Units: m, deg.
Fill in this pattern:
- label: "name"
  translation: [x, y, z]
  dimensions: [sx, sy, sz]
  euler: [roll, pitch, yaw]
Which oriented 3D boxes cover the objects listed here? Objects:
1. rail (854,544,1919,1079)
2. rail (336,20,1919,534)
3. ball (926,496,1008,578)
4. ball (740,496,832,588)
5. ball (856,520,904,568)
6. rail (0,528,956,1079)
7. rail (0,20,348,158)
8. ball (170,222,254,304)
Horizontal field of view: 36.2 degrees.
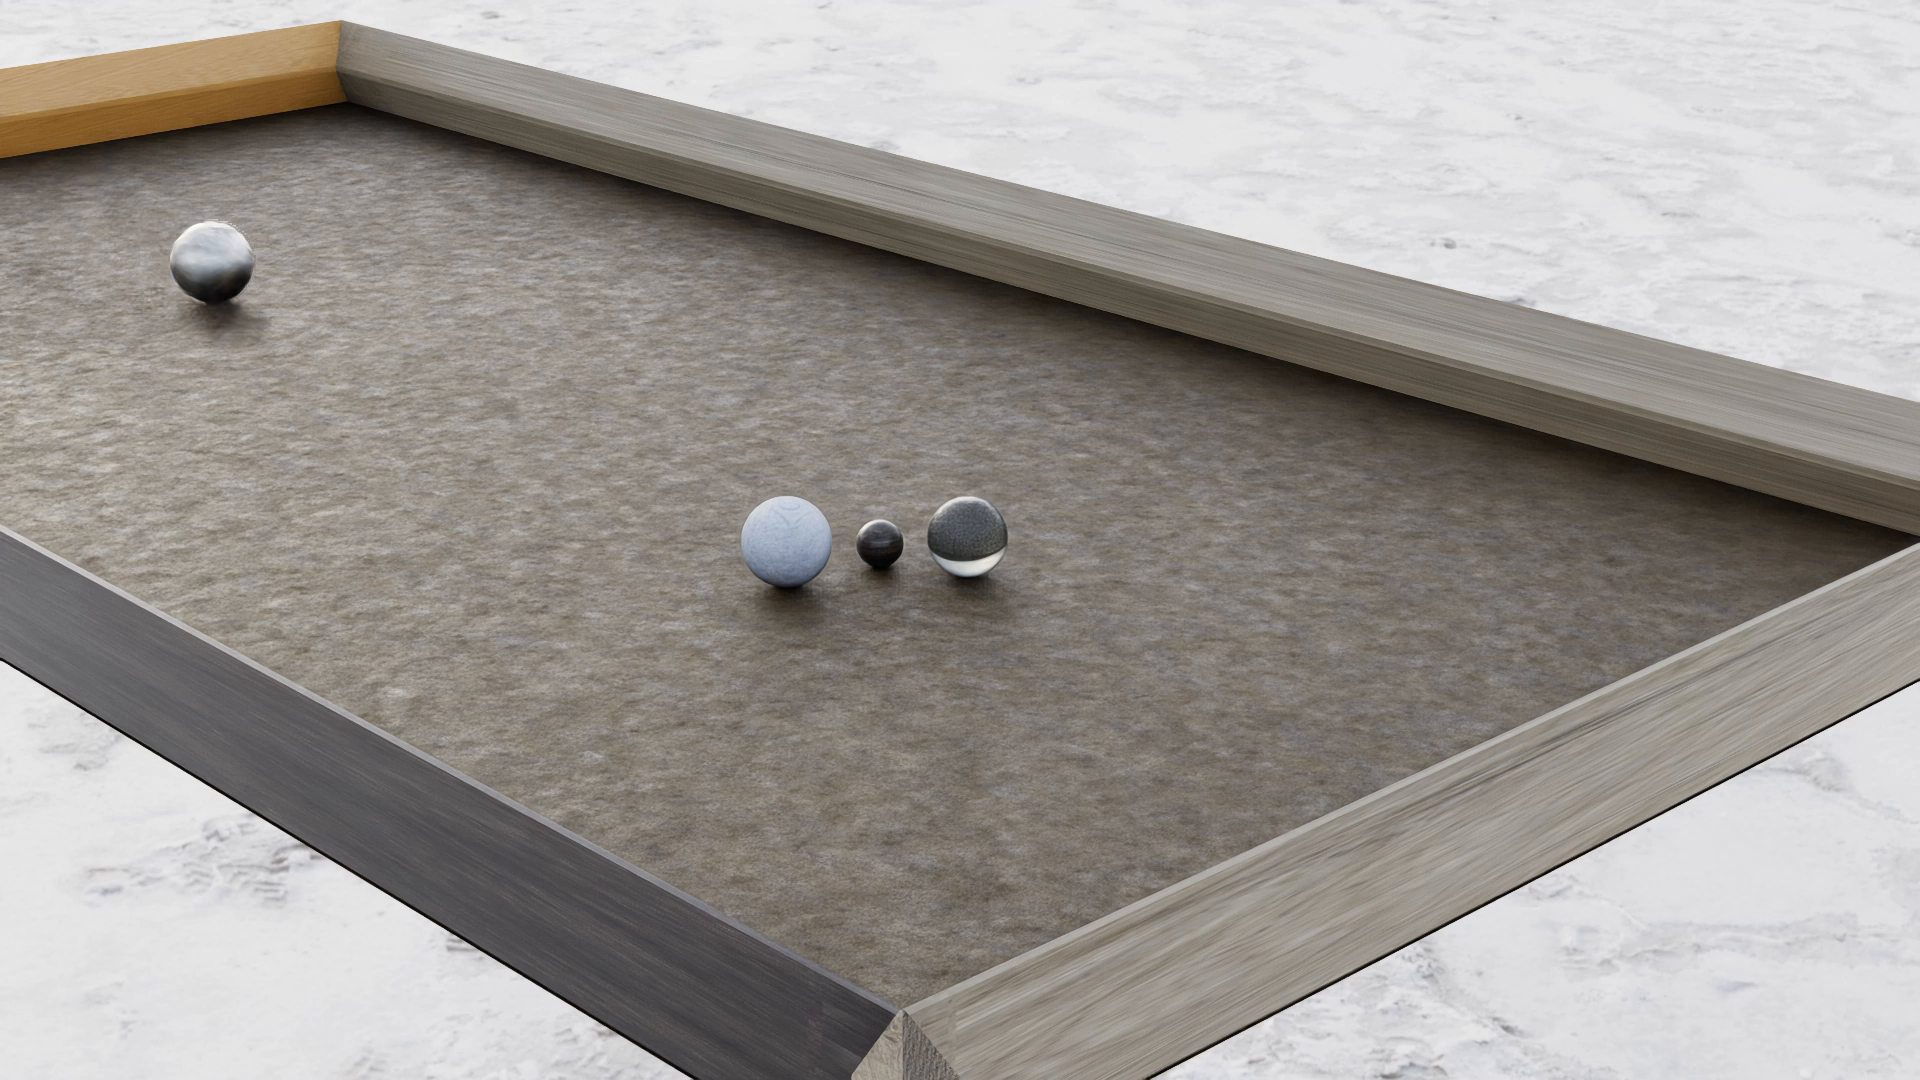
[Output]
- label: "rail"
  translation: [0.496, 0.153, 2.233]
  dimensions: [1.500, 0.130, 0.045]
  euler: [-18, 27, -40]
- label: "rail"
  translation: [0.016, -0.391, 3.705]
  dimensions: [0.045, 0.130, 2.990]
  euler: [-18, 27, -40]
- label: "ball"
  translation: [0.007, -0.003, 2.736]
  dimensions: [0.076, 0.076, 0.076]
  euler: [0, 20, 0]
- label: "ball"
  translation: [-0.160, 0.002, 2.710]
  dimensions: [0.085, 0.085, 0.085]
  euler: [0, 20, 0]
- label: "ball"
  translation: [-0.075, 0.003, 2.763]
  dimensions: [0.045, 0.045, 0.045]
  euler: [0, 20, 0]
- label: "rail"
  translation: [-1.041, -0.046, 2.771]
  dimensions: [0.045, 0.130, 2.990]
  euler: [-18, 27, -40]
- label: "rail"
  translation: [-1.521, -0.589, 4.242]
  dimensions: [1.500, 0.130, 0.045]
  euler: [-18, 27, -40]
- label: "ball"
  translation: [-0.920, -0.341, 3.617]
  dimensions: [0.100, 0.100, 0.100]
  euler: [0, 20, 0]
